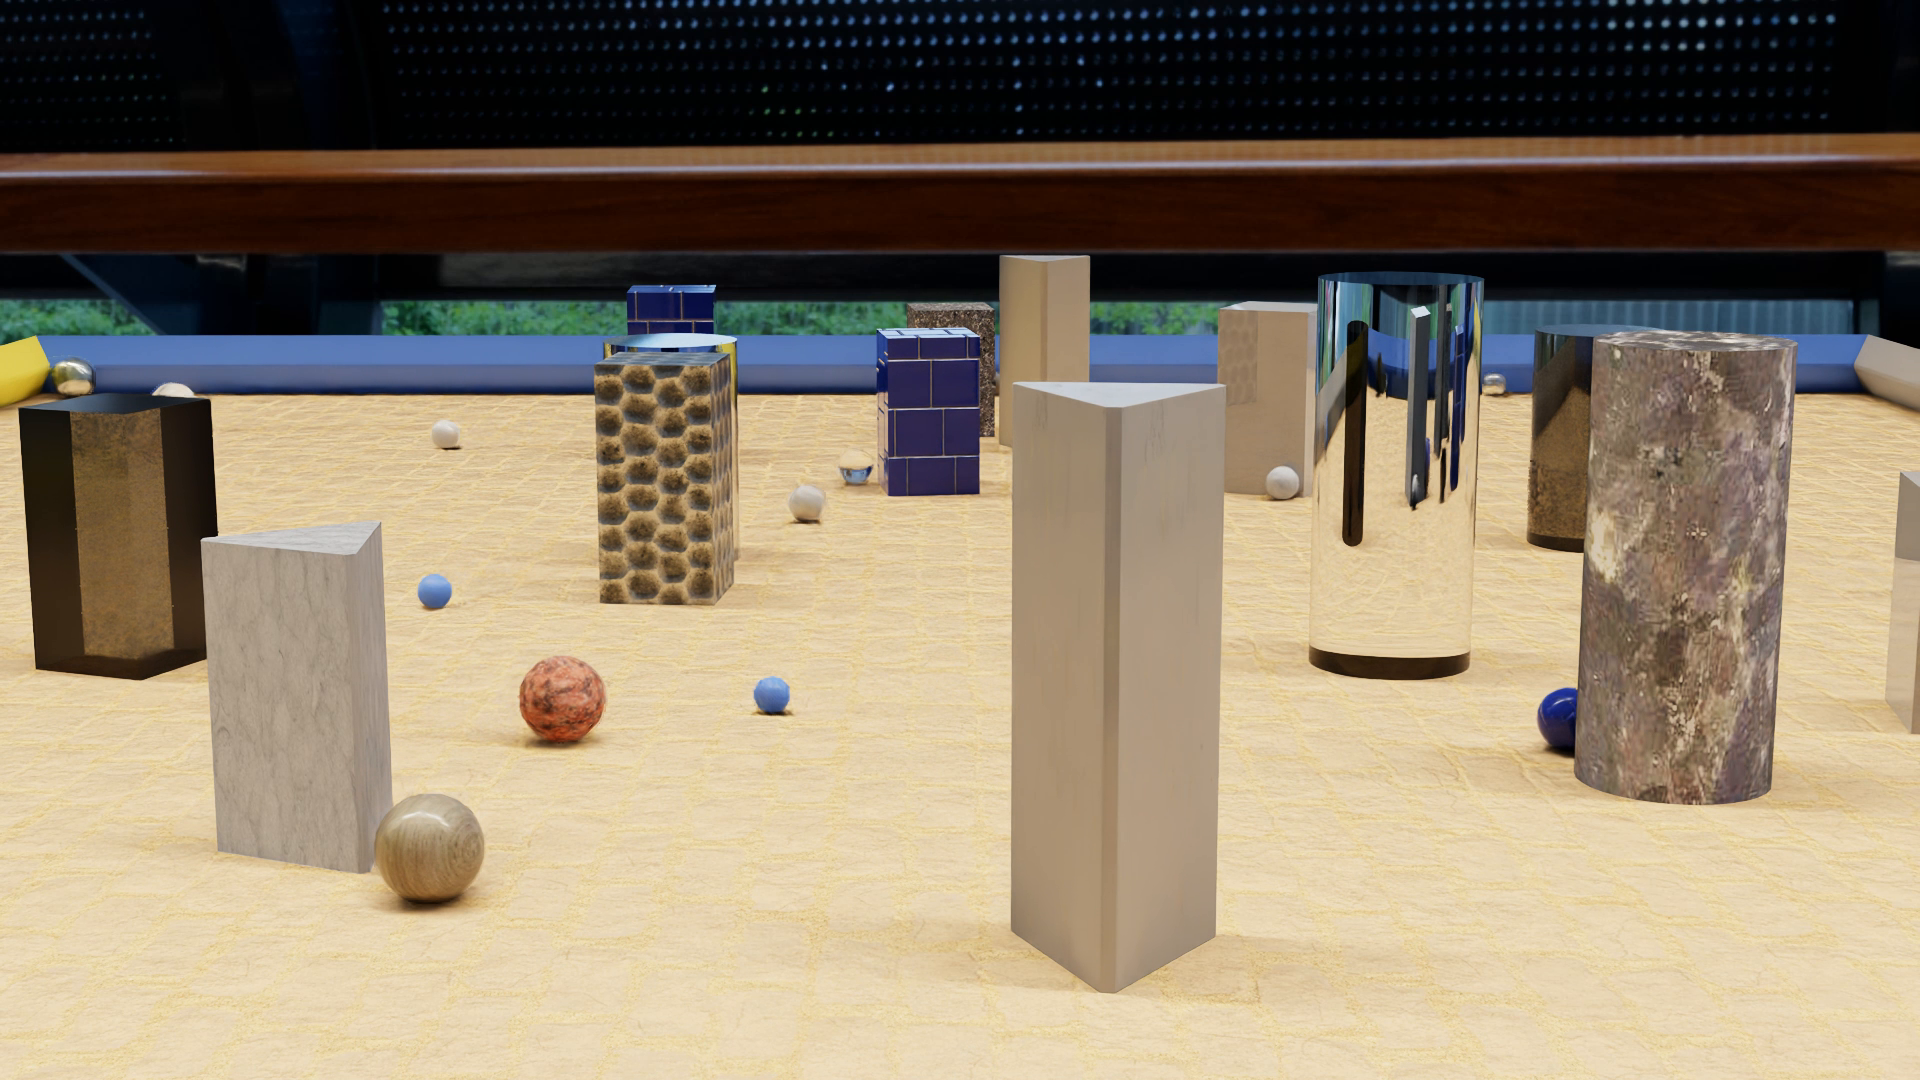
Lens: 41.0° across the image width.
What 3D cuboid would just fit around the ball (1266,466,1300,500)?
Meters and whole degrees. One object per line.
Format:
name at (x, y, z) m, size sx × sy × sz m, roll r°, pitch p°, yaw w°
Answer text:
ball at (0.546, -0.097, 4.351) m, size 0.057 × 0.057 × 0.057 m, roll 0°, pitch 10°, yaw 0°

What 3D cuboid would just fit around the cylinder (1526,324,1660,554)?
cylinder at (0.977, -0.158, 3.939) m, size 0.198 × 0.328 × 0.198 m, roll 0°, pitch 10°, yaw 0°

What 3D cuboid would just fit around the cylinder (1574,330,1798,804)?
cylinder at (0.737, 0.023, 2.614) m, size 0.198 × 0.454 × 0.198 m, roll 0°, pitch 10°, yaw 0°

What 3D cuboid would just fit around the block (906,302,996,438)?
block at (-0.019, -0.341, 5.135) m, size 0.158 × 0.252 × 0.158 m, roll -1°, pitch 11°, yaw -7°

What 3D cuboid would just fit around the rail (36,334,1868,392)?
rail at (-0.013, -0.392, 5.743) m, size 4.113 × 0.128 × 0.045 m, roll 0°, pitch 10°, yaw 0°

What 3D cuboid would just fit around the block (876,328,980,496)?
block at (-0.056, -0.224, 4.451) m, size 0.158 × 0.271 × 0.158 m, roll -2°, pitch 11°, yaw -8°

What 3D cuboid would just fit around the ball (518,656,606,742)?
ball at (-0.434, 0.173, 2.796) m, size 0.093 × 0.093 × 0.093 m, roll 0°, pitch 10°, yaw 0°

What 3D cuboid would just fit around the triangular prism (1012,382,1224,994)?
triangular prism at (0.106, 0.109, 2.107) m, size 0.148 × 0.470 × 0.171 m, roll 7°, pitch 13°, yaw 34°

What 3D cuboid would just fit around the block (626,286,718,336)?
block at (-0.538, -0.316, 4.829) m, size 0.158 × 0.314 × 0.158 m, roll -1°, pitch 11°, yaw -3°

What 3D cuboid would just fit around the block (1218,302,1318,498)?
block at (0.546, -0.246, 4.444) m, size 0.158 × 0.317 × 0.158 m, roll 5°, pitch 12°, yaw 24°

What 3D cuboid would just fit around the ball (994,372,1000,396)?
ball at (0.075, -0.348, 5.718) m, size 0.053 × 0.053 × 0.053 m, roll 0°, pitch 10°, yaw 0°

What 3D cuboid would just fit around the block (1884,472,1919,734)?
block at (1.140, 0.070, 2.869) m, size 0.158 × 0.269 × 0.158 m, roll 2°, pitch 11°, yaw 9°

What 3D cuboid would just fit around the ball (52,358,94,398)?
ball at (-1.961, -0.358, 5.672) m, size 0.091 × 0.091 × 0.091 m, roll 0°, pitch 10°, yaw 0°

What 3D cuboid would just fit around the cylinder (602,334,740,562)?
cylinder at (-0.428, -0.134, 3.814) m, size 0.198 × 0.327 × 0.198 m, roll 0°, pitch 10°, yaw 0°

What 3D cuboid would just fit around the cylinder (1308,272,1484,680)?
cylinder at (0.530, -0.082, 3.130) m, size 0.198 × 0.474 × 0.198 m, roll 0°, pitch 10°, yaw 0°

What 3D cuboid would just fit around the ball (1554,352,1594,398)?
ball at (1.366, -0.365, 5.685) m, size 0.099 × 0.099 × 0.099 m, roll 0°, pitch 10°, yaw 0°

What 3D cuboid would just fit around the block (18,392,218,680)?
block at (-1.026, -0.008, 3.146) m, size 0.158 × 0.322 × 0.158 m, roll 4°, pitch 11°, yaw 22°

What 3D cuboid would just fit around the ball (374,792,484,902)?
ball at (-0.467, 0.271, 2.260) m, size 0.096 × 0.096 × 0.096 m, roll 0°, pitch 10°, yaw 0°

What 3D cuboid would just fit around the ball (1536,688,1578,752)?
ball at (0.654, 0.193, 2.757) m, size 0.068 × 0.068 × 0.068 m, roll 0°, pitch 10°, yaw 0°

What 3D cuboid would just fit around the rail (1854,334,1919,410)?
rail at (2.033, 0.031, 3.460) m, size 0.045 × 0.128 × 4.714 m, roll 0°, pitch 10°, yaw 0°

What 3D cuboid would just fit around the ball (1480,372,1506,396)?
ball at (1.186, -0.346, 5.700) m, size 0.055 × 0.055 × 0.055 m, roll 0°, pitch 10°, yaw 0°

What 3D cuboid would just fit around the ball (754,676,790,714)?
ball at (-0.214, 0.176, 2.920) m, size 0.042 × 0.042 × 0.042 m, roll 0°, pitch 10°, yaw 0°

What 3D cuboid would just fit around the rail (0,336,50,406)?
rail at (-2.033, 0.035, 3.437) m, size 0.045 × 0.128 × 4.714 m, roll 0°, pitch 10°, yaw 0°

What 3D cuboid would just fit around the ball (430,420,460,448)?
ball at (-0.990, -0.204, 4.933) m, size 0.055 × 0.055 × 0.055 m, roll 0°, pitch 10°, yaw 0°

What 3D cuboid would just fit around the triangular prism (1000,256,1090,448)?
triangular prism at (0.140, -0.360, 4.924) m, size 0.148 × 0.366 × 0.171 m, roll 7°, pitch 12°, yaw 32°

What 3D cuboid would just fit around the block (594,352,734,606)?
block at (-0.407, -0.088, 3.556) m, size 0.158 × 0.329 × 0.158 m, roll 1°, pitch 11°, yaw 5°

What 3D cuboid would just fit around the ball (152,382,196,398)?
ball at (-1.591, -0.271, 5.193) m, size 0.094 × 0.094 × 0.094 m, roll 0°, pitch 10°, yaw 0°

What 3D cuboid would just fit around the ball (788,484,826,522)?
ball at (-0.247, -0.059, 4.140) m, size 0.060 × 0.060 × 0.060 m, roll 0°, pitch 10°, yaw 0°

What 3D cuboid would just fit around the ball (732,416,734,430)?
ball at (-0.472, -0.234, 5.129) m, size 0.044 × 0.044 × 0.044 m, roll 0°, pitch 10°, yaw 0°

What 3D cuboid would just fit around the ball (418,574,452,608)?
ball at (-0.714, 0.069, 3.485) m, size 0.046 × 0.046 × 0.046 m, roll 0°, pitch 10°, yaw 0°

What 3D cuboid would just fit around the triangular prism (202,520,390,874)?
triangular prism at (-0.589, 0.140, 2.416) m, size 0.171 × 0.297 × 0.148 m, roll 5°, pitch 12°, yaw 25°

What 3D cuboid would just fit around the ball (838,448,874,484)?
ball at (-0.184, -0.130, 4.522) m, size 0.061 × 0.061 × 0.061 m, roll 0°, pitch 10°, yaw 0°
